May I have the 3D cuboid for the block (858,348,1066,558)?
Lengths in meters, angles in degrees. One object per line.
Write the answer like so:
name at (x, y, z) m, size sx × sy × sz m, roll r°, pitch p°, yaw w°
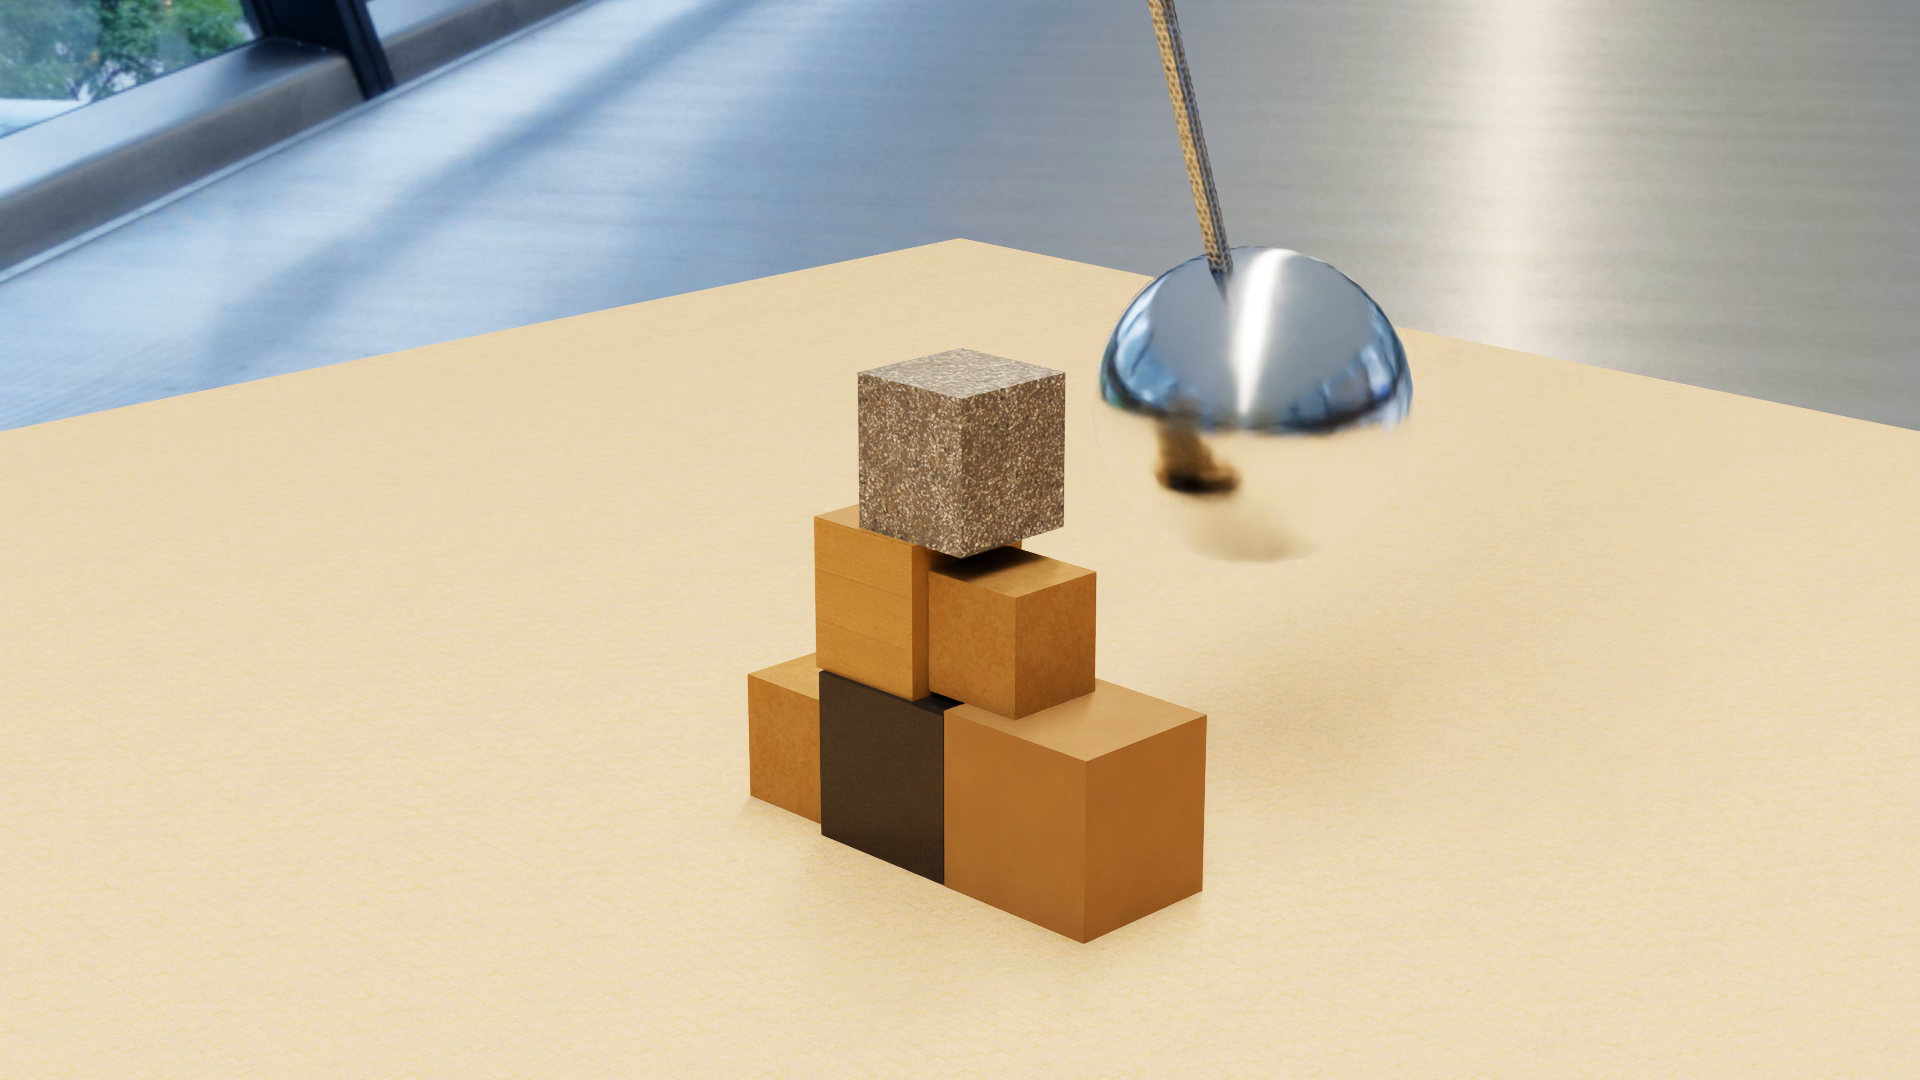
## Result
block at (0.008, -0.405, 13.222) m, size 0.660 × 0.724 × 0.656 m, roll -17°, pitch 24°, yaw -42°

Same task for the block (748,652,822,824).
block at (-0.596, 0.946, 14.278) m, size 0.624 × 0.633 × 0.598 m, roll -17°, pitch 24°, yaw -42°

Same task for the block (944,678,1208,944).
block at (0.514, 1.176, 13.181) m, size 0.793 × 0.854 × 0.861 m, roll -17°, pitch 24°, yaw -42°

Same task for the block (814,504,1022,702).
block at (-0.193, 0.236, 13.623) m, size 0.711 × 0.738 × 0.646 m, roll -17°, pitch 24°, yaw -42°

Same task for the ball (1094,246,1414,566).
ball at (1.467, -0.669, 14.669) m, size 1.600 × 1.600 × 1.600 m, roll 0°, pitch 17°, yaw 0°

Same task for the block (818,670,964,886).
block at (-0.103, 1.014, 13.747) m, size 0.745 × 0.822 × 0.824 m, roll -17°, pitch 24°, yaw -42°

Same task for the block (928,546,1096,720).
block at (0.236, 0.412, 13.232) m, size 0.525 × 0.572 × 0.542 m, roll -17°, pitch 24°, yaw -42°

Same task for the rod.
rod at (0.636, -3.463, 12.919) m, size 0.080 × 5.200 × 0.080 m, roll 17°, pitch 44°, yaw 42°
